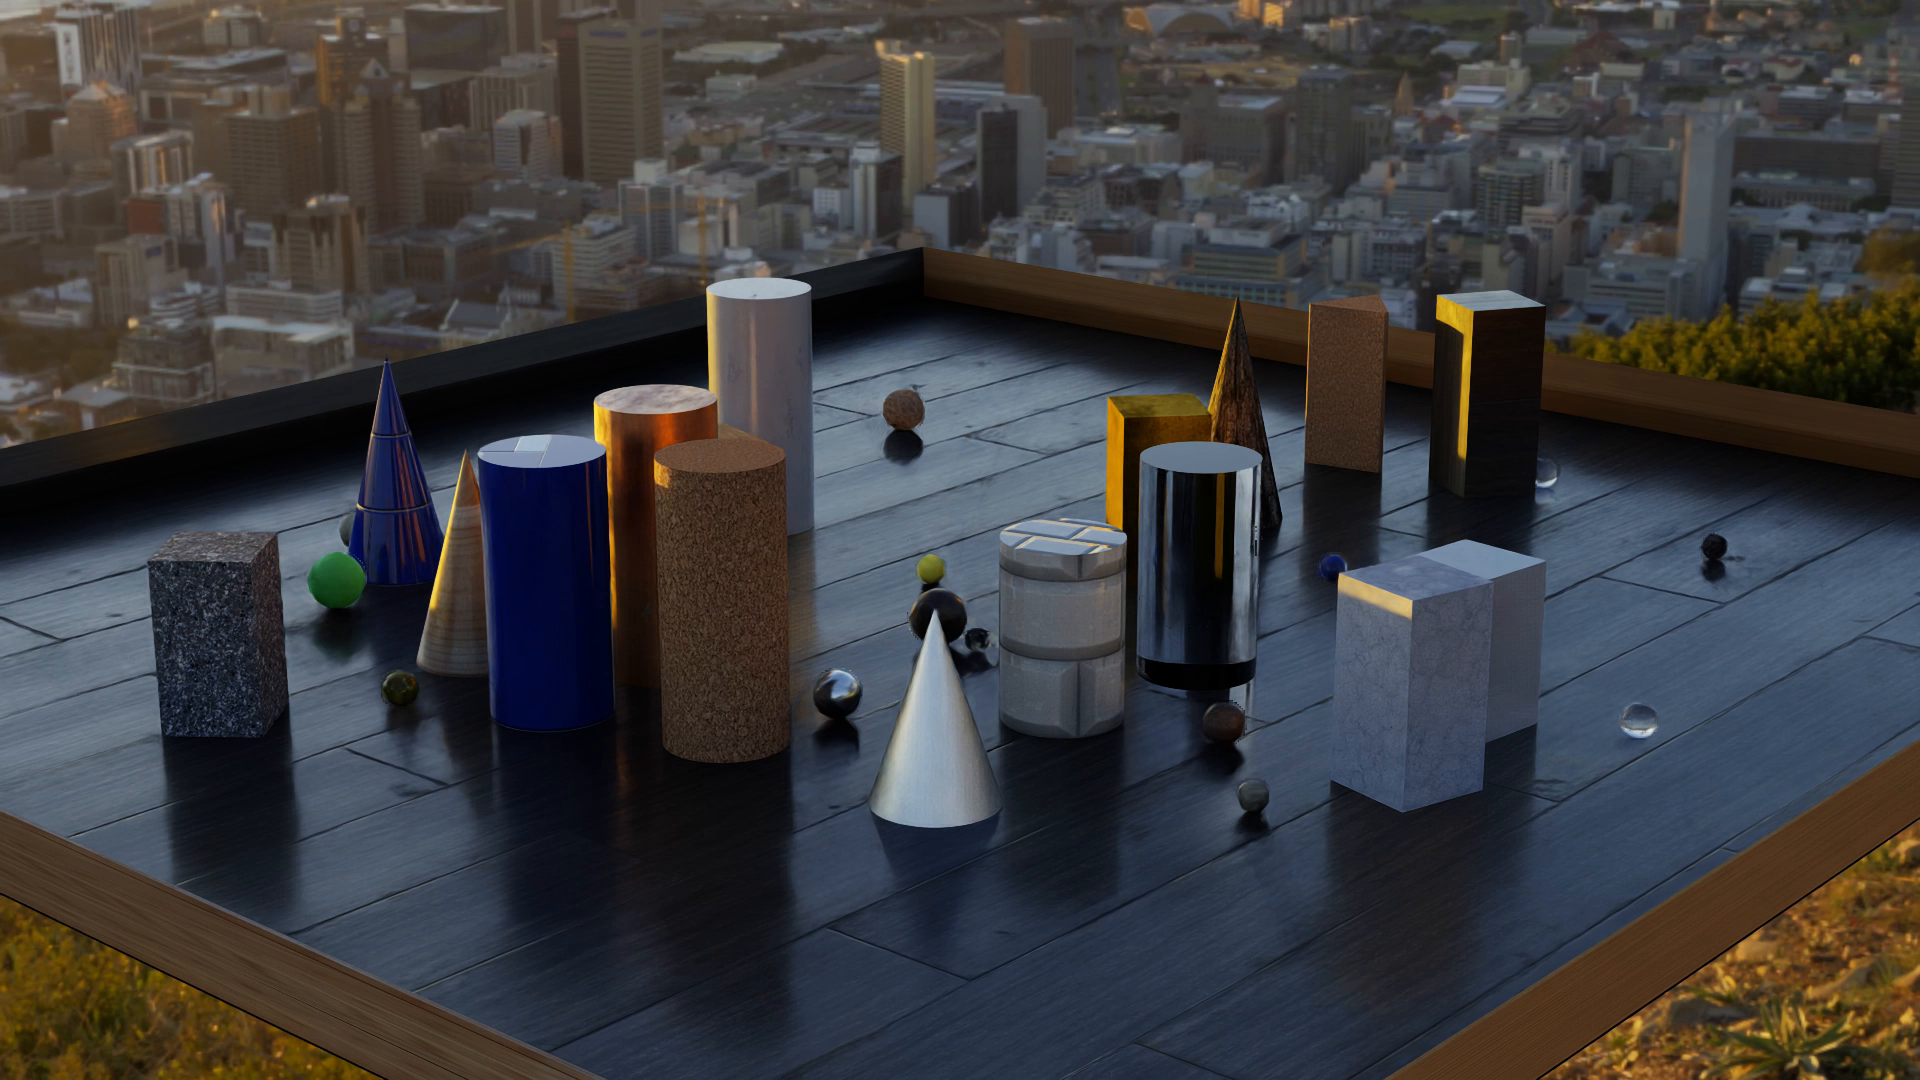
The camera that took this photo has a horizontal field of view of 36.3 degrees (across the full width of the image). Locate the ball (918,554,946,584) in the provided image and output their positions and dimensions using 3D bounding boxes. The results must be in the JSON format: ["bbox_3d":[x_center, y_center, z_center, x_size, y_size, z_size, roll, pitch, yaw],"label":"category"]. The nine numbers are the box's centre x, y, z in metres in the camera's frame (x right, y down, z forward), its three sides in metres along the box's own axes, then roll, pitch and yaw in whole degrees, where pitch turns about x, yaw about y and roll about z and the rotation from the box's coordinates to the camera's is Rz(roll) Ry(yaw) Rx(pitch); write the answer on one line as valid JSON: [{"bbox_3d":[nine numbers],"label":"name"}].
[{"bbox_3d":[-0.050,0.051,5.188,0.051,0.051,0.051,0,17,0],"label":"ball"}]

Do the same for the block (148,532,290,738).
[{"bbox_3d":[-1.133,0.143,4.489,0.155,0.279,0.155,1,17,2],"label":"block"}]

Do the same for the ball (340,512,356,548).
[{"bbox_3d":[-1.100,-0.016,5.375,0.072,0.072,0.072,0,17,0],"label":"ball"}]

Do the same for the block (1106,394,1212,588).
[{"bbox_3d":[0.350,-0.088,5.203,0.155,0.310,0.155,-2,17,-7],"label":"block"}]

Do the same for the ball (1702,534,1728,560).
[{"bbox_3d":[1.371,0.012,5.328,0.045,0.045,0.045,0,17,0],"label":"ball"}]

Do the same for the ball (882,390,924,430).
[{"bbox_3d":[-0.119,-0.275,6.207,0.088,0.088,0.088,0,17,0],"label":"ball"}]

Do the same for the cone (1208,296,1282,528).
[{"bbox_3d":[0.519,-0.253,5.534,0.194,0.434,0.194,0,17,0],"label":"cone"}]

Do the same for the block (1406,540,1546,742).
[{"bbox_3d":[0.778,0.155,4.478,0.155,0.262,0.155,-15,22,-40],"label":"block"}]

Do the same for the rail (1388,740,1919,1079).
[{"bbox_3d":[1.271,0.350,4.064,0.045,0.126,3.641,14,22,39],"label":"rail"}]

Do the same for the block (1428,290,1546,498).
[{"bbox_3d":[1.033,-0.287,5.754,0.155,0.373,0.155,-5,18,-17],"label":"block"}]

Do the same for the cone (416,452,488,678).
[{"bbox_3d":[-0.793,0.023,4.755,0.194,0.355,0.194,0,17,0],"label":"cone"}]

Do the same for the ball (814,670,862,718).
[{"bbox_3d":[-0.190,0.239,4.527,0.075,0.075,0.075,0,17,0],"label":"ball"}]

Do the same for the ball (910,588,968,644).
[{"bbox_3d":[-0.036,0.128,4.859,0.095,0.095,0.095,0,17,0],"label":"ball"}]

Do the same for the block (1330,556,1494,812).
[{"bbox_3d":[0.649,0.205,4.221,0.155,0.316,0.155,-11,20,-33],"label":"block"}]

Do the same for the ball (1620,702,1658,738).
[{"bbox_3d":[1.029,0.274,4.444,0.055,0.055,0.055,0,17,0],"label":"ball"}]

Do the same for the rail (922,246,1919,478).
[{"bbox_3d":[1.178,-0.360,6.419,3.414,0.126,0.045,14,22,39],"label":"rail"}]

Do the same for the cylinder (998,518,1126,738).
[{"bbox_3d":[0.157,0.134,4.499,0.194,0.291,0.194,0,17,0],"label":"cylinder"}]

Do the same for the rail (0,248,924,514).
[{"bbox_3d":[-1.271,-0.287,6.177,0.045,0.126,3.641,14,22,39],"label":"rail"}]

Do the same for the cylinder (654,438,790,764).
[{"bbox_3d":[-0.353,0.089,4.378,0.194,0.447,0.194,0,17,0],"label":"cylinder"}]

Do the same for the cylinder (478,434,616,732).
[{"bbox_3d":[-0.633,0.065,4.506,0.194,0.418,0.194,0,17,0],"label":"cylinder"}]

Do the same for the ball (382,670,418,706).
[{"bbox_3d":[-0.874,0.232,4.581,0.055,0.055,0.055,0,17,0],"label":"ball"}]

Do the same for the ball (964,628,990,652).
[{"bbox_3d":[0.028,0.164,4.830,0.041,0.041,0.041,0,17,0],"label":"ball"}]

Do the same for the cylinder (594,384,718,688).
[{"bbox_3d":[-0.480,-0.008,4.694,0.194,0.449,0.194,0,17,0],"label":"cylinder"}]

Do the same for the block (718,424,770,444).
[{"bbox_3d":[-0.422,-0.015,4.943,0.155,0.319,0.155,-11,20,-32],"label":"block"}]

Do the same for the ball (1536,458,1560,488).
[{"bbox_3d":[1.152,-0.134,5.785,0.060,0.060,0.060,0,17,0],"label":"ball"}]

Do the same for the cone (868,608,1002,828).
[{"bbox_3d":[-0.035,0.235,4.161,0.194,0.293,0.194,0,17,0],"label":"cone"}]

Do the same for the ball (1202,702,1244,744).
[{"bbox_3d":[0.397,0.276,4.421,0.064,0.064,0.064,0,17,0],"label":"ball"}]

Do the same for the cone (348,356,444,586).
[{"bbox_3d":[-1.008,-0.136,5.210,0.194,0.397,0.194,0,17,0],"label":"cone"}]

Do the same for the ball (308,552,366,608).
[{"bbox_3d":[-1.073,0.070,5.048,0.097,0.097,0.097,0,17,0],"label":"ball"}]

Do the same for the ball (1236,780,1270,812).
[{"bbox_3d":[0.416,0.364,4.160,0.047,0.047,0.047,0,17,0],"label":"ball"}]

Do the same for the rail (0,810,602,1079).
[{"bbox_3d":[-1.178,0.423,3.821,3.414,0.126,0.045,14,22,39],"label":"rail"}]

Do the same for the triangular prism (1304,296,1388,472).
[{"bbox_3d":[0.810,-0.323,5.948,0.168,0.328,0.145,10,19,29],"label":"triangular prism"}]

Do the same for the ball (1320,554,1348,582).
[{"bbox_3d":[0.662,0.050,5.197,0.049,0.049,0.049,0,17,0],"label":"ball"}]

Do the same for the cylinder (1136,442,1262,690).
[{"bbox_3d":[0.382,0.040,4.695,0.194,0.358,0.194,0,17,0],"label":"cylinder"}]

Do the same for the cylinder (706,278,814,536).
[{"bbox_3d":[-0.372,-0.249,5.487,0.194,0.453,0.194,0,17,0],"label":"cylinder"}]
